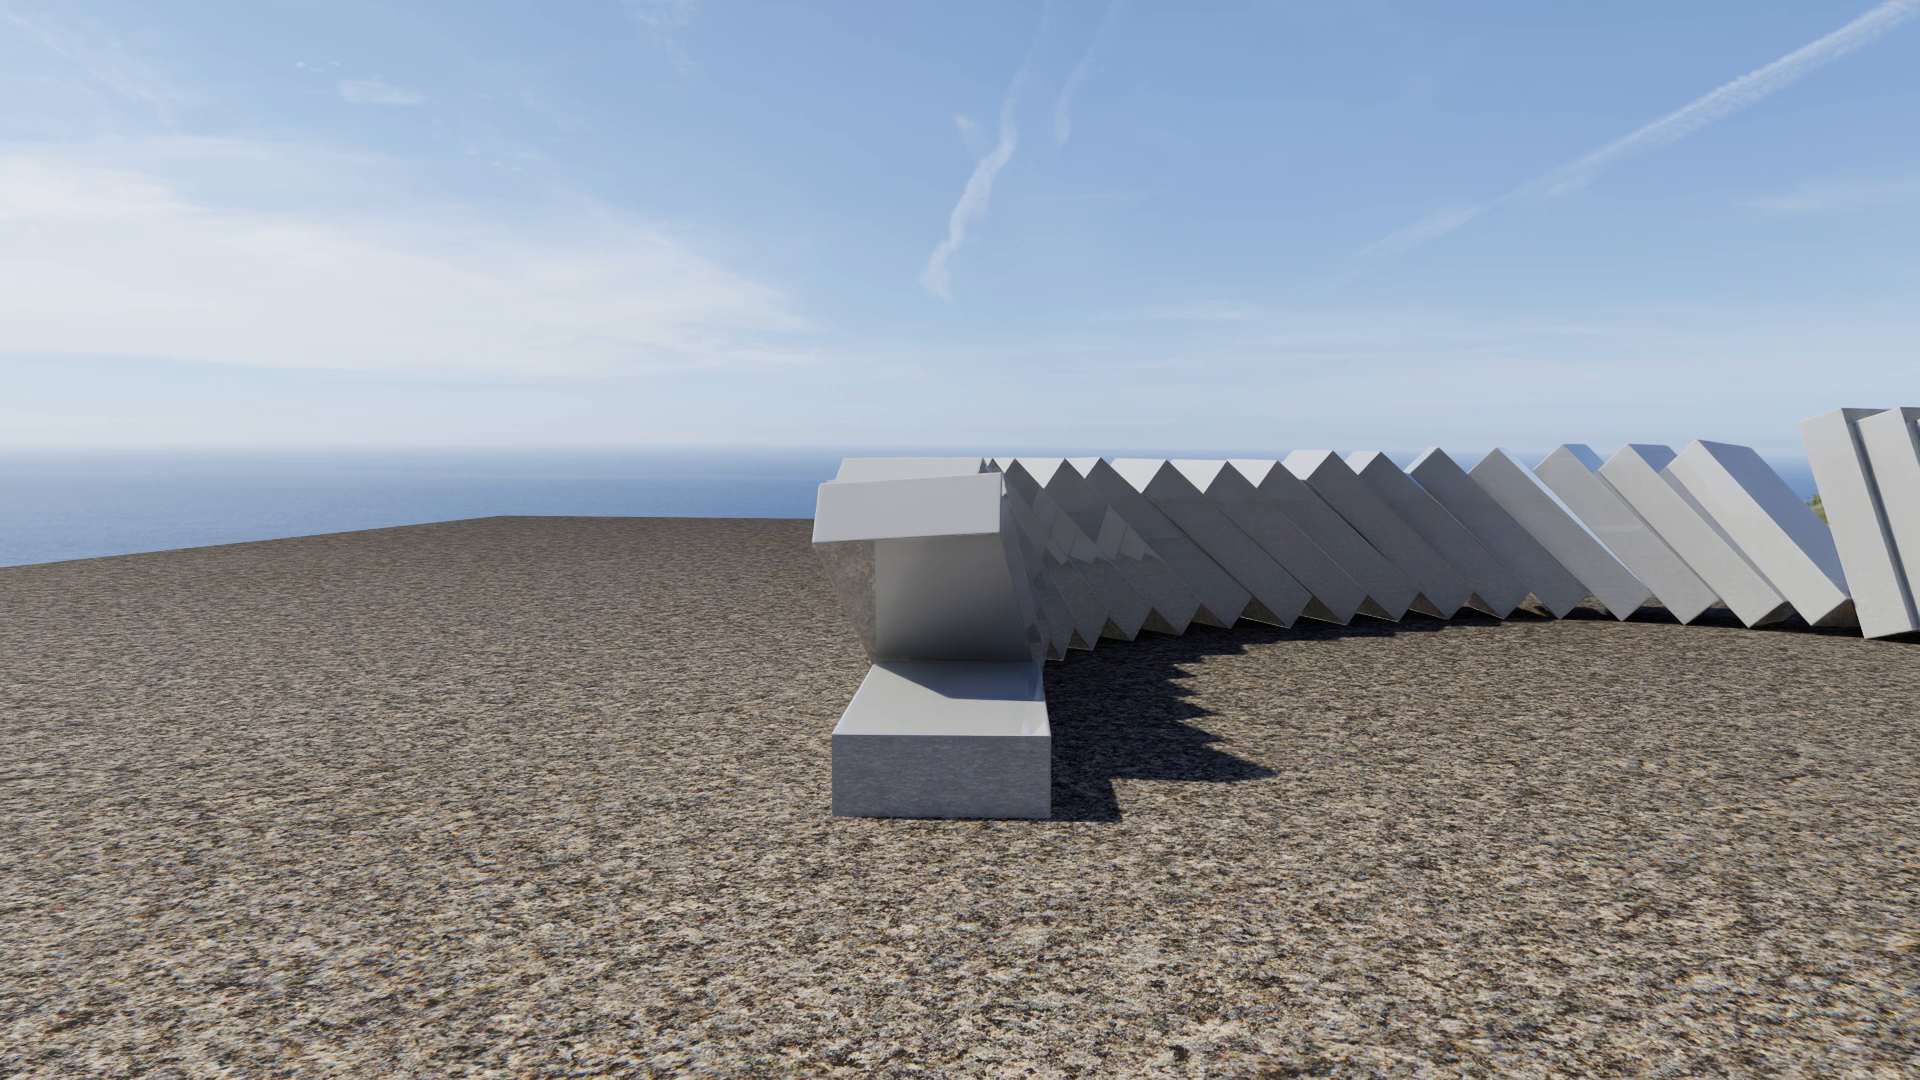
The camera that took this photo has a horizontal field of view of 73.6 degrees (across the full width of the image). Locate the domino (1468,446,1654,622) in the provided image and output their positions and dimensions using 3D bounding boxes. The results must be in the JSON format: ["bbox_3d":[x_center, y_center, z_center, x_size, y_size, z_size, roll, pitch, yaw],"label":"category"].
[{"bbox_3d":[0.151,-0.003,0.323,0.050,0.009,0.025,49,23,16],"label":"domino"}]

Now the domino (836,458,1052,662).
[{"bbox_3d":[-0.002,0.005,0.227,0.025,0.010,0.050,1,-37,21],"label":"domino"}]

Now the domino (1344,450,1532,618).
[{"bbox_3d":[0.118,-0.002,0.323,0.050,0.009,0.025,43,5,-1],"label":"domino"}]

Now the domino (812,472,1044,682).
[{"bbox_3d":[-0.003,0.009,0.190,0.025,0.009,0.050,-3,-32,9],"label":"domino"}]

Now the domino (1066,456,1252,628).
[{"bbox_3d":[0.042,0.001,0.296,0.050,0.010,0.025,40,-11,-18],"label":"domino"}]

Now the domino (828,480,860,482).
[{"bbox_3d":[-0.004,0.008,0.209,0.025,0.009,0.050,1,-32,14],"label":"domino"}]

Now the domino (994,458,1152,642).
[{"bbox_3d":[0.017,0.002,0.274,0.050,0.010,0.025,44,-22,-29],"label":"domino"}]

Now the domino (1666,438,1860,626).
[{"bbox_3d":[0.194,-0.002,0.305,0.025,0.010,0.050,3,47,-32],"label":"domino"}]

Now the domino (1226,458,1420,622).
[{"bbox_3d":[0.086,0.000,0.313,0.050,0.010,0.025,39,-6,-15],"label":"domino"}]

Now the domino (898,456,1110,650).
[{"bbox_3d":[0.007,0.003,0.260,0.025,0.010,0.050,4,-35,42],"label":"domino"}]

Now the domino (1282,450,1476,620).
[{"bbox_3d":[0.102,-0.002,0.319,0.050,0.010,0.025,43,-1,-8],"label":"domino"}]

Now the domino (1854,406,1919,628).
[{"bbox_3d":[0.214,-0.004,0.280,0.025,0.050,0.009,-2,-14,-29],"label":"domino"}]

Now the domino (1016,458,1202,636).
[{"bbox_3d":[0.029,0.001,0.284,0.050,0.009,0.025,43,-19,-27],"label":"domino"}]

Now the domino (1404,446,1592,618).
[{"bbox_3d":[0.135,-0.003,0.325,0.050,0.010,0.025,46,14,8],"label":"domino"}]

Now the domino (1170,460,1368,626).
[{"bbox_3d":[0.071,0.000,0.306,0.050,0.009,0.025,40,-9,-18],"label":"domino"}]

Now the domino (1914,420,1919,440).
[{"bbox_3d":[0.222,-0.003,0.273,0.025,0.050,0.010,-2,-14,-29],"label":"domino"}]

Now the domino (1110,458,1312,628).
[{"bbox_3d":[0.057,0.000,0.301,0.050,0.009,0.025,40,-9,-18],"label":"domino"}]

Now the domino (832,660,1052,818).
[{"bbox_3d":[-0.001,0.025,0.171,0.025,0.010,0.050,0,4,2],"label":"domino"}]

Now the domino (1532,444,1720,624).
[{"bbox_3d":[0.167,-0.003,0.318,0.025,0.050,0.009,-6,-37,-52],"label":"domino"}]

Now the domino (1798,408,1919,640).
[{"bbox_3d":[0.206,-0.004,0.287,0.025,0.050,0.010,-2,-14,-30],"label":"domino"}]

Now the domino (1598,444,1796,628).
[{"bbox_3d":[0.181,-0.002,0.311,0.025,0.050,0.010,-3,-40,-41],"label":"domino"}]

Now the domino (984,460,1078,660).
[{"bbox_3d":[0.001,0.004,0.243,0.025,0.009,0.050,3,-36,31],"label":"domino"}]
